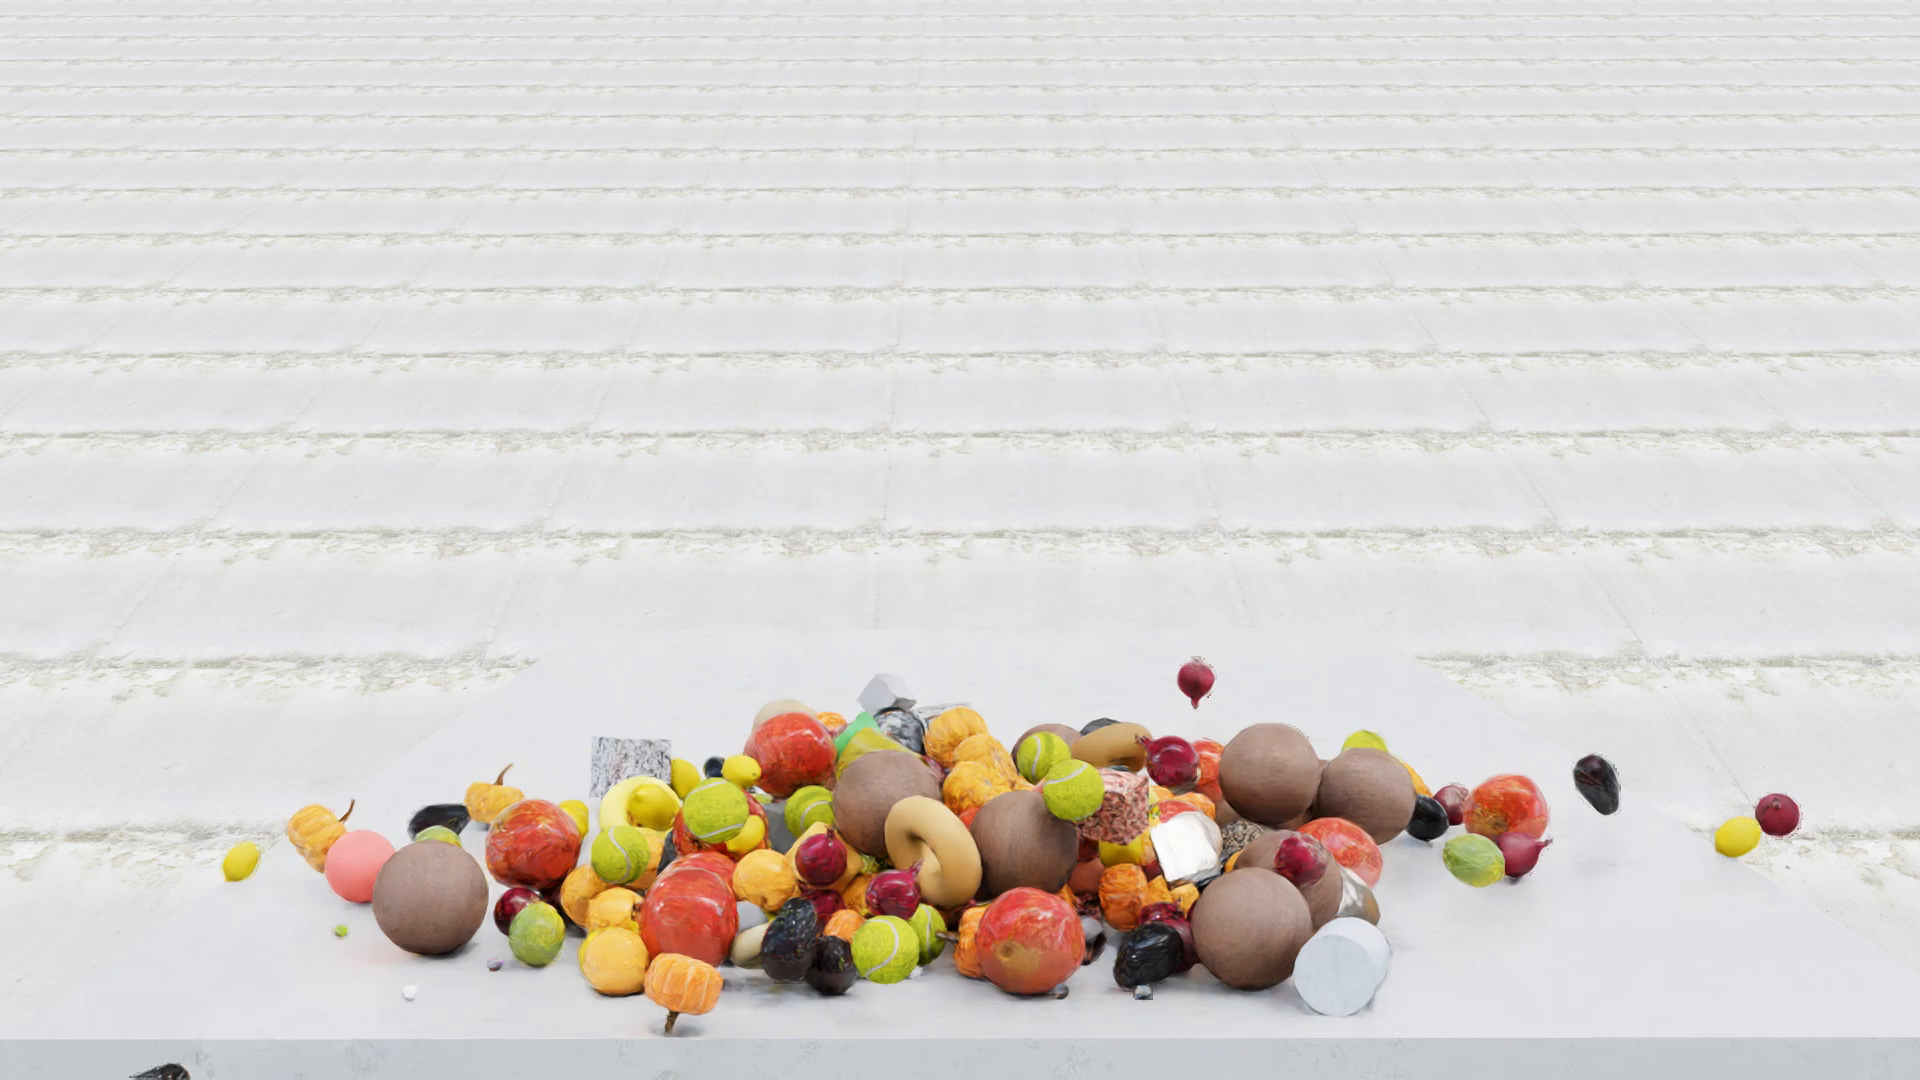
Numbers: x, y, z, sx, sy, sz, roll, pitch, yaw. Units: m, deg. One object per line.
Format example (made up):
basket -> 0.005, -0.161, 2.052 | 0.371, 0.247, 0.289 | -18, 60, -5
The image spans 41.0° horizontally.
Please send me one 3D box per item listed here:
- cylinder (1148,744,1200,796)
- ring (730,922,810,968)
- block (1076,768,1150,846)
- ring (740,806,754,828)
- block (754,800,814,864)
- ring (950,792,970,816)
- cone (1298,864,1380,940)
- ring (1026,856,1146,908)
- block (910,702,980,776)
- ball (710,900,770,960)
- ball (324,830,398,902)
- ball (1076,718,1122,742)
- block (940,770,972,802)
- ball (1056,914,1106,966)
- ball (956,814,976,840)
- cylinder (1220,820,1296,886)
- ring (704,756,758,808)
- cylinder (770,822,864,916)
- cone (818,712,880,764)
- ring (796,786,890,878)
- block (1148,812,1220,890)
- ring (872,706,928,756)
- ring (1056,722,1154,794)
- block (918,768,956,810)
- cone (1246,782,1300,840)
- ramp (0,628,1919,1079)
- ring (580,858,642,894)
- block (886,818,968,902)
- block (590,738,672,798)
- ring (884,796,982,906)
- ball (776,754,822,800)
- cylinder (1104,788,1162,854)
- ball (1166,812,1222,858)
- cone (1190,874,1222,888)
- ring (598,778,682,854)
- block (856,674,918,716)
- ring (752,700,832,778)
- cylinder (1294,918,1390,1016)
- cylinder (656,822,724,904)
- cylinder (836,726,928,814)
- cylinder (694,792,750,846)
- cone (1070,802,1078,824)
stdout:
cylinder -> 0.286, 0.307, 3.426 | 0.051, 0.051, 0.051 | -27, 41, 26
ring -> -0.203, 0.433, 2.741 | 0.090, 0.090, 0.030 | -7, 65, -19
block -> 0.175, 0.304, 2.928 | 0.062, 0.062, 0.062 | 8, 19, 29
ring -> -0.291, 0.401, 3.718 | 0.077, 0.026, 0.077 | -1, 5, 0
block -> -0.230, 0.395, 3.467 | 0.071, 0.071, 0.071 | -2, 4, -31
ring -> -0.045, 0.391, 3.754 | 0.121, 0.040, 0.121 | -1, 3, 0
cone -> 0.425, 0.441, 2.992 | 0.092, 0.092, 0.092 | -34, 35, -30
ring -> 0.153, 0.415, 3.112 | 0.149, 0.050, 0.149 | 2, -15, 1
block -> -0.043, 0.280, 3.560 | 0.093, 0.093, 0.093 | -8, -1, -40
ball -> -0.245, 0.436, 2.862 | 0.068, 0.068, 0.068 | 0, 19, 0
ball -> -0.742, 0.405, 3.183 | 0.090, 0.090, 0.090 | 0, 19, 0
ball -> 0.234, 0.336, 4.129 | 0.099, 0.099, 0.099 | 0, 19, 0
block -> -0.044, 0.357, 3.885 | 0.086, 0.086, 0.086 | -4, 2, -44
ball -> 0.134, 0.444, 2.844 | 0.056, 0.056, 0.056 | 0, 19, 0
ball -> -0.005, 0.397, 3.474 | 0.053, 0.053, 0.053 | 0, 19, 0
cylinder -> 0.371, 0.398, 3.234 | 0.077, 0.077, 0.077 | 19, -1, 43
ring -> -0.344, 0.365, 3.851 | 0.034, 0.101, 0.101 | -45, 24, 3
cylinder -> -0.167, 0.384, 2.997 | 0.078, 0.078, 0.078 | 42, 9, -8
cone -> -0.148, 0.271, 3.285 | 0.081, 0.081, 0.081 | -19, 14, 18
ring -> -0.150, 0.381, 3.324 | 0.146, 0.049, 0.146 | -25, 39, 22
block -> 0.252, 0.349, 2.876 | 0.062, 0.062, 0.062 | -19, -17, -1
ring -> -0.083, 0.264, 3.484 | 0.088, 0.088, 0.029 | 10, 36, 26
ring -> 0.205, 0.310, 3.630 | 0.149, 0.149, 0.050 | -11, 61, -29
block -> -0.062, 0.338, 3.381 | 0.068, 0.068, 0.068 | 21, 67, 41
cone -> 0.461, 0.400, 3.630 | 0.080, 0.080, 0.080 | -9, 42, -25
ramp -> 0.045, 0.409, 4.537 | 2.000, 0.100, 4.000 | 0, 4, 0
ring -> -0.443, 0.427, 3.263 | 0.081, 0.027, 0.081 | 13, 11, -3
block -> -0.042, 0.399, 3.212 | 0.091, 0.091, 0.091 | 0, 2, -7
block -> -0.500, 0.347, 3.889 | 0.090, 0.090, 0.090 | 5, -6, -32
ring -> -0.031, 0.354, 2.910 | 0.046, 0.138, 0.138 | -31, 34, -35
ball -> -0.246, 0.364, 3.935 | 0.070, 0.070, 0.070 | 0, 19, 0
cylinder -> 0.233, 0.380, 3.537 | 0.090, 0.090, 0.090 | 1, 4, 3
ball -> 0.285, 0.372, 3.156 | 0.077, 0.077, 0.077 | 0, 19, 0
cone -> 0.309, 0.426, 3.290 | 0.072, 0.072, 0.072 | 10, 35, 26
ring -> -0.419, 0.361, 3.361 | 0.109, 0.036, 0.109 | -1, 62, 1
block -> -0.109, 0.239, 3.839 | 0.054, 0.054, 0.054 | 48, 20, 29
ring -> -0.267, 0.322, 4.086 | 0.148, 0.148, 0.049 | 11, 27, 29
cylinder -> 0.397, 0.441, 2.659 | 0.085, 0.085, 0.085 | 7, 6, 19
cylinder -> -0.332, 0.398, 3.163 | 0.073, 0.073, 0.073 | 9, 47, -10
cylinder -> -0.096, 0.284, 3.149 | 0.081, 0.081, 0.081 | 29, 31, 26
cylinder -> -0.329, 0.386, 3.546 | 0.055, 0.055, 0.055 | -19, 64, -43
cone -> 0.191, 0.367, 3.697 | 0.071, 0.071, 0.071 | -3, -23, -1
